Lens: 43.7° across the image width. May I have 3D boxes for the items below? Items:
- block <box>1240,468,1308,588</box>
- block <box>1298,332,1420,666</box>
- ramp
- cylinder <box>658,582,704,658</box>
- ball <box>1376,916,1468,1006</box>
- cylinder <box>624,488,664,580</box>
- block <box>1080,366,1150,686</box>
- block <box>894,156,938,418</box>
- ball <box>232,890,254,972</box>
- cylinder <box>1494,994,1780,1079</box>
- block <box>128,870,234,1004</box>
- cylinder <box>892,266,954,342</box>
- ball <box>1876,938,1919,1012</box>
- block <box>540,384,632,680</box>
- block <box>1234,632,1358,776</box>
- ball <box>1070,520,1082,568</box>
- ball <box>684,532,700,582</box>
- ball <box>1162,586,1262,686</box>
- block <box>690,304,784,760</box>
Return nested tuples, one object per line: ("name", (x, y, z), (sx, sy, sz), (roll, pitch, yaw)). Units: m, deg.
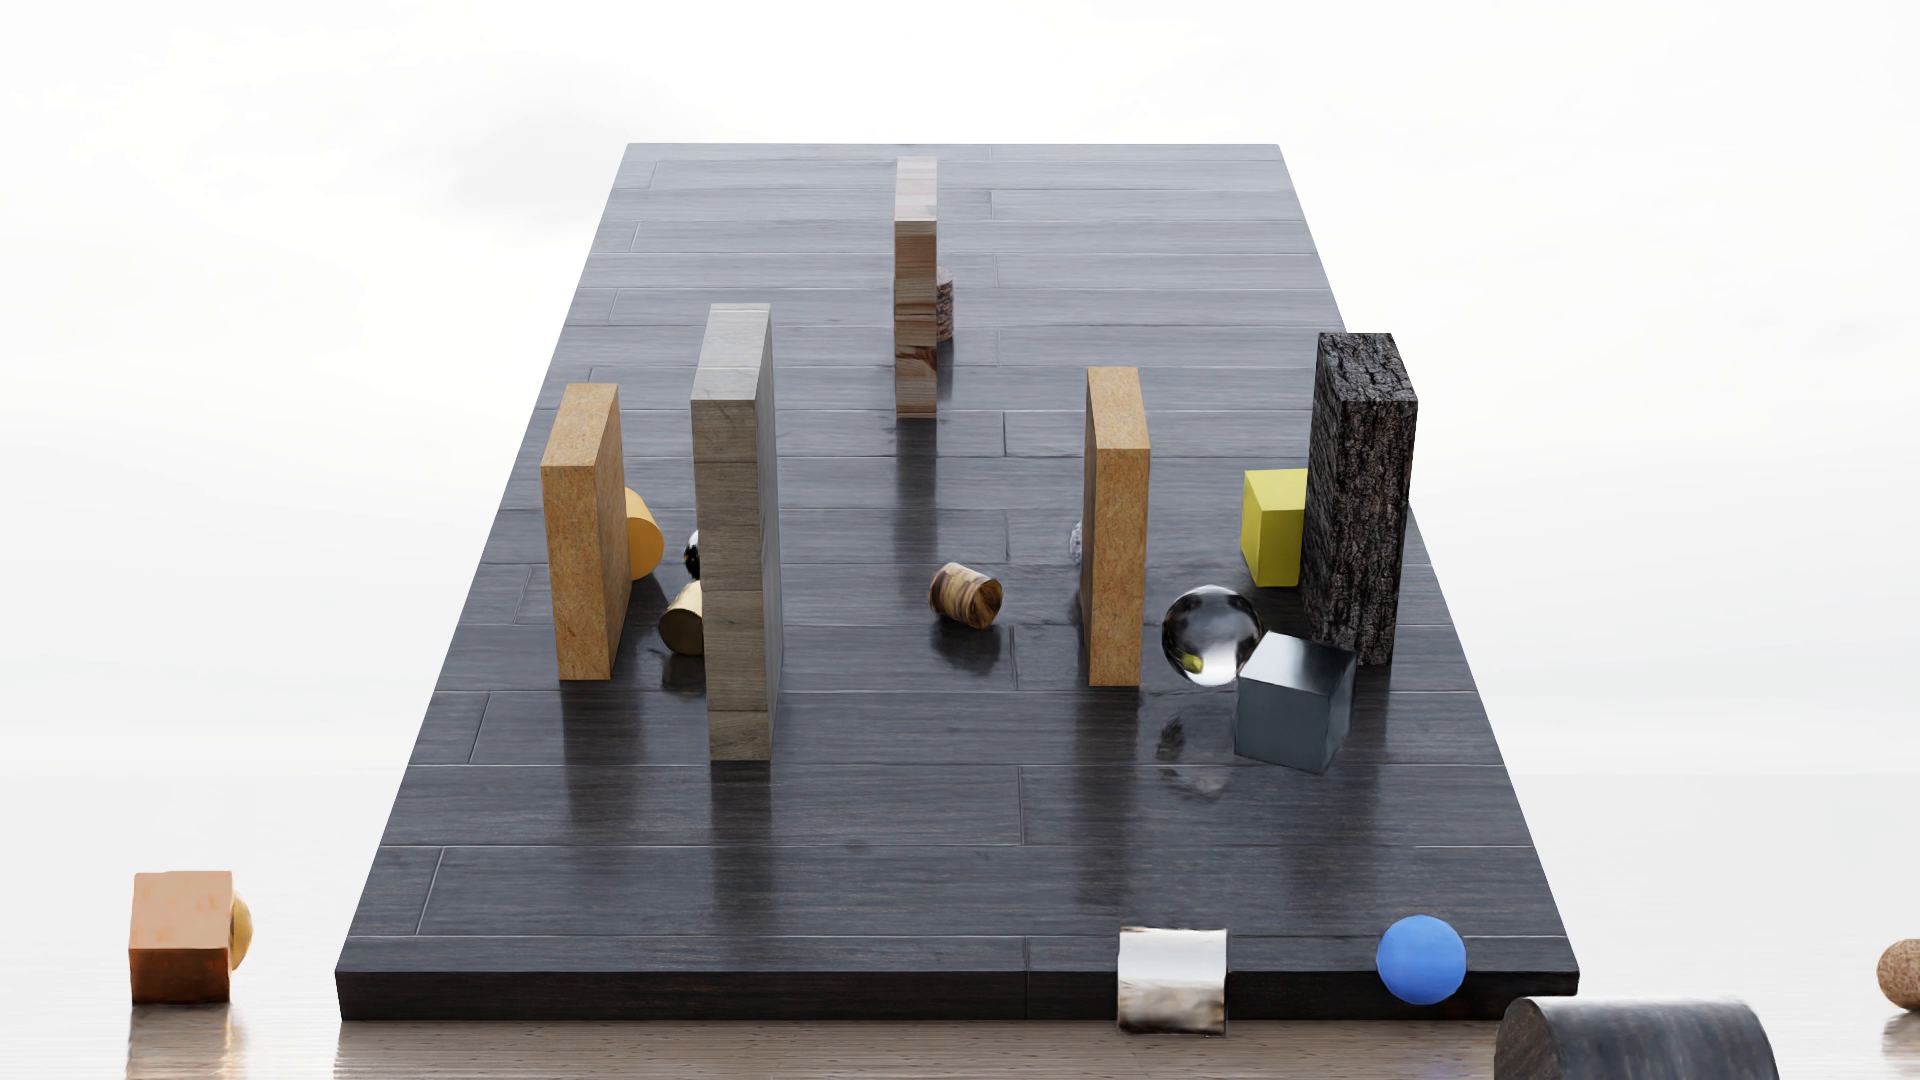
("block", (0.693, -0.027, 4.980), (0.179, 0.179, 0.179), (-2, 29, -4))
("block", (0.771, -0.081, 4.671), (0.142, 0.568, 0.314), (0, 29, 0))
("ramp", (-0.012, -0.220, 5.622), (2.000, 0.100, 4.000), (0, 29, 0))
("cylinder", (-0.521, 0.156, 4.709), (0.110, 0.110, 0.110), (-2, 27, 18))
("ball", (0.725, 0.660, 3.761), (0.140, 0.140, 0.140), (0, -5, 0))
("cylinder", (-0.706, -0.013, 4.979), (0.148, 0.148, 0.148), (2, 26, -24))
("block", (0.297, -0.029, 4.636), (0.097, 0.508, 0.359), (0, 29, 0))
("block", (-0.103, -0.607, 5.712), (0.095, 0.493, 0.430), (0, 29, 0))
("ball", (-1.407, 0.722, 4.416), (0.199, 0.199, 0.199), (0, -5, 0))
("cylinder", (0.613, 0.515, 2.182), (0.196, 0.196, 0.196), (1, -5, -6))
("block", (-1.355, 0.692, 4.173), (0.162, 0.162, 0.162), (1, -45, -15))
("cylinder", (-0.093, -0.596, 6.049), (0.153, 0.153, 0.153), (0, 29, 0))
("ball", (1.611, 0.734, 4.040), (0.120, 0.120, 0.120), (0, -5, 0))
("block", (-0.723, -0.020, 4.663), (0.098, 0.461, 0.360), (0, 29, 0))
("block", (0.615, 0.299, 4.389), (0.171, 0.171, 0.171), (12, 31, 21))
("ball", (0.288, 0.009, 4.932), (0.125, 0.125, 0.125), (0, -5, 0))
("ball", (-0.499, 0.033, 4.867), (0.124, 0.124, 0.124), (0, -5, 0))
("ball", (0.474, 0.180, 4.505), (0.190, 0.190, 0.190), (0, -5, 0))
("block", (-0.401, -0.016, 4.380), (0.108, 0.727, 0.414), (0, 29, 0))
